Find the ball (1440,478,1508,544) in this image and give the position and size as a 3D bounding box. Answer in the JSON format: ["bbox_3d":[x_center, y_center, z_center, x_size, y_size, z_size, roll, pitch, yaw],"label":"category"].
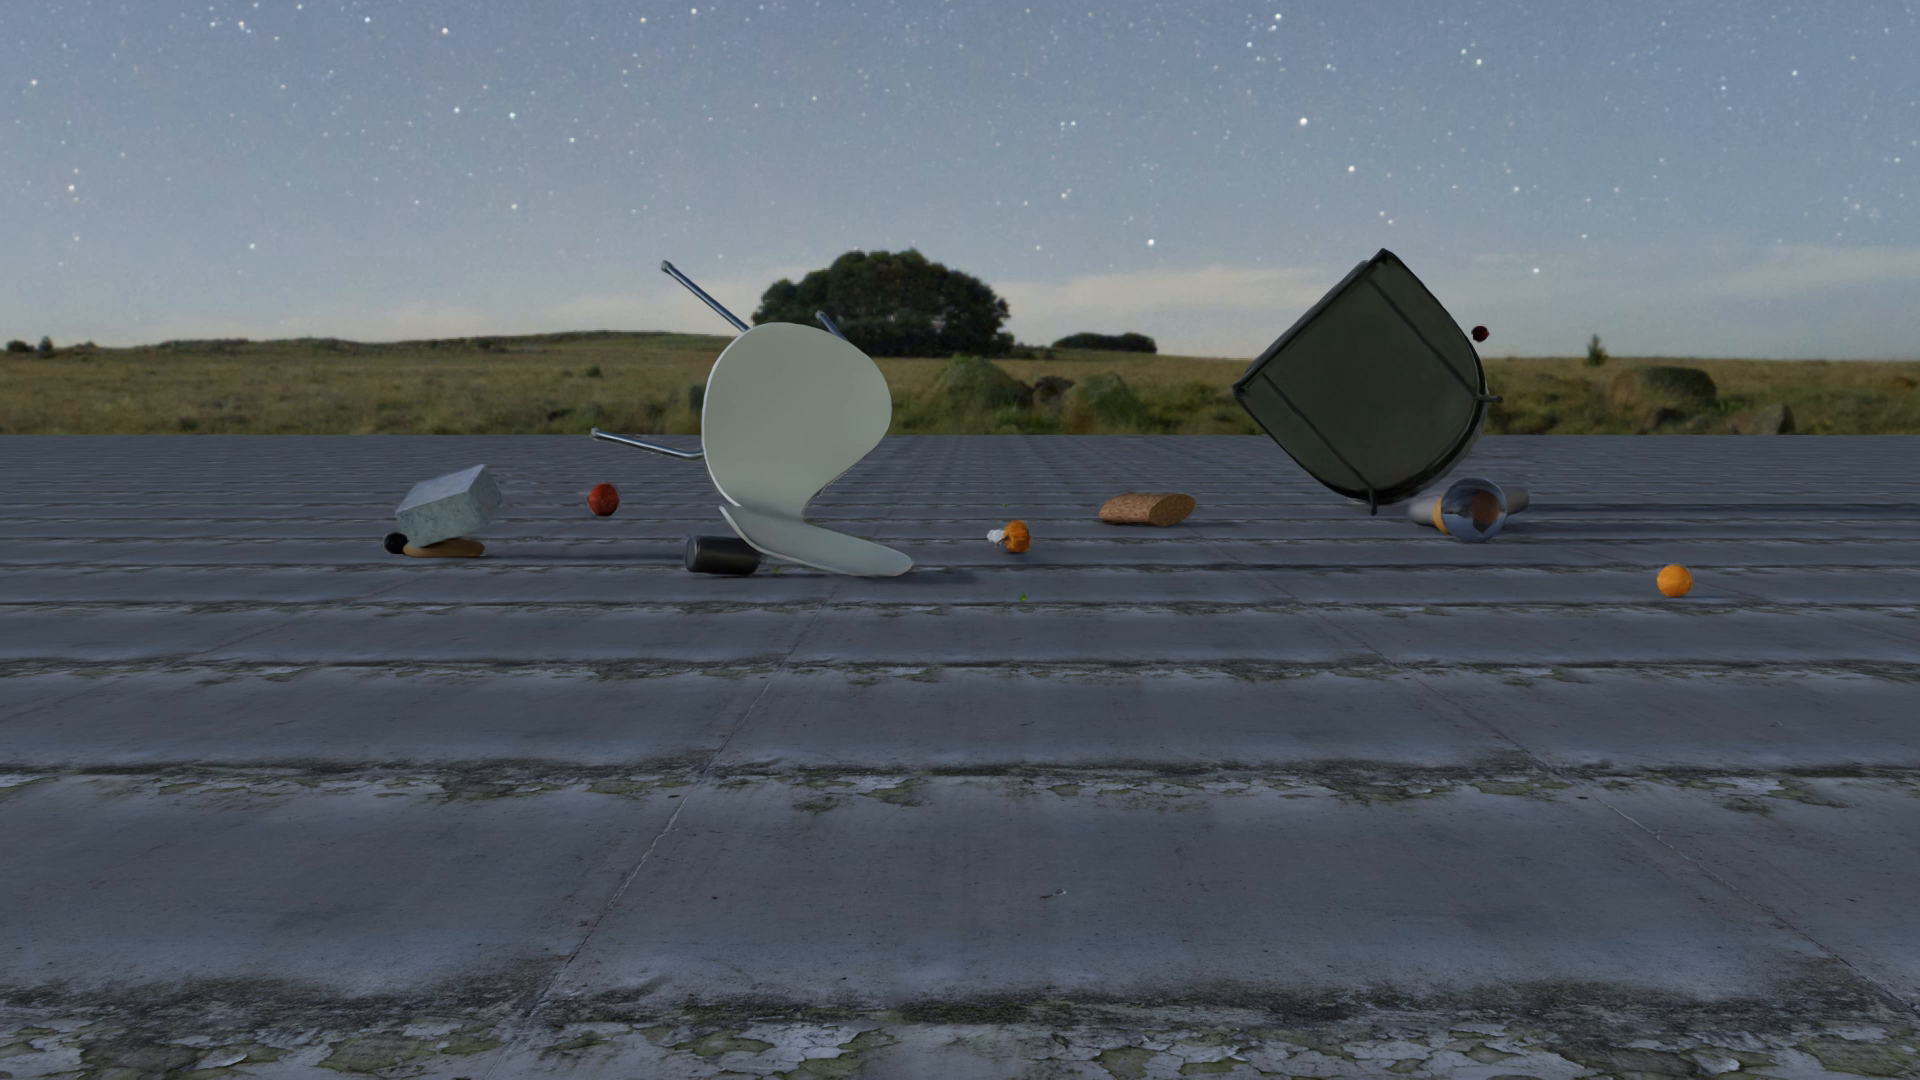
[{"bbox_3d":[1.499,-0.087,6.410,0.193,0.193,0.193,0,4,0],"label":"ball"}]

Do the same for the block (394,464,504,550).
[{"bbox_3d":[-1.353,-0.090,5.829,0.213,0.112,0.173,-15,24,13],"label":"block"}]

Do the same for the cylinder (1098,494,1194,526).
[{"bbox_3d":[0.617,-0.101,7.256,0.217,0.094,0.235,2,14,45],"label":"cylinder"}]

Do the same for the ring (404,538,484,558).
[{"bbox_3d":[-1.374,0.024,5.856,0.221,0.045,0.089,0,9,5],"label":"ring"}]

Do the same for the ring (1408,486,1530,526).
[{"bbox_3d":[1.650,-0.110,7.144,0.354,0.092,0.490,-7,-1,-17],"label":"ring"}]

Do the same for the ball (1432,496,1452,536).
[{"bbox_3d":[1.510,-0.078,6.717,0.133,0.133,0.133,0,4,0],"label":"ball"}]
